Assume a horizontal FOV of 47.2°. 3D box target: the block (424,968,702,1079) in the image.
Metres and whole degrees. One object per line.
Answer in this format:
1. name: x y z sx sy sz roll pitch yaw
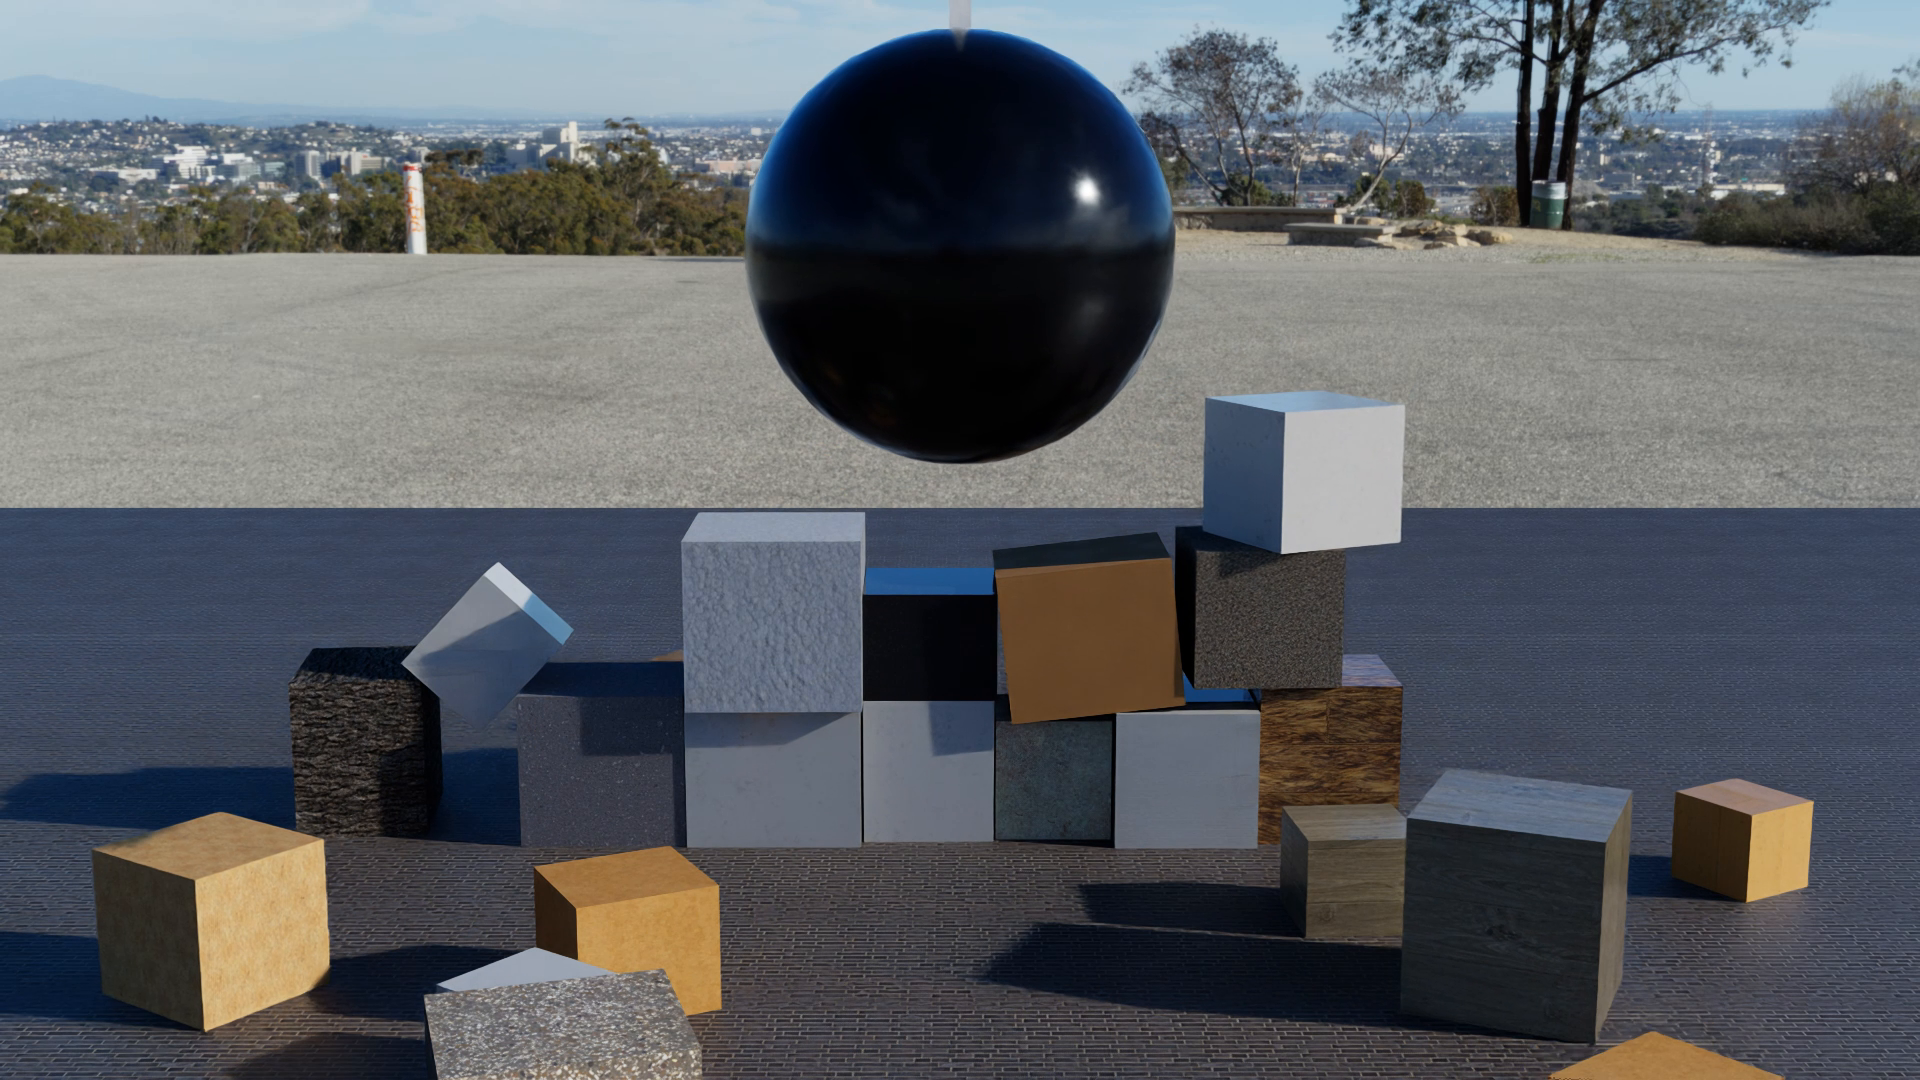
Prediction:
1. block: -1.302 1.899 7.189 0.808 0.692 0.707 -3 11 -17

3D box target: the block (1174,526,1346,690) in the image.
1. block: 1.513 0.332 11.215 0.738 0.694 0.725 -1 10 -3

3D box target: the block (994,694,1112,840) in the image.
1. block: 0.474 1.169 11.407 0.585 0.619 0.554 0 10 0

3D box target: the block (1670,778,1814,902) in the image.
1. block: 3.737 1.429 10.519 0.433 0.424 0.449 -6 12 -31

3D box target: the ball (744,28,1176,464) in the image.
1. ball: 0.000 -1.081 8.166 1.600 1.600 1.600 0 10 0

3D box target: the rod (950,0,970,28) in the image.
1. rod: 0.000 -4.329 9.172 0.080 5.200 0.080 0 -17 0

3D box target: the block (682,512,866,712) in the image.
1. block: -0.926 0.353 11.172 0.872 0.858 0.836 0 10 -1

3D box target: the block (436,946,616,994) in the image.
1. block: -1.609 1.845 8.227 0.460 0.426 0.484 8 13 37

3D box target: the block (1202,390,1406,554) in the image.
1. block: 1.730 -0.358 11.130 0.714 0.693 0.716 -5 11 -26

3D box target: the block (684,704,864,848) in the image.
1. block: -0.937 1.118 11.391 0.874 0.725 0.805 0 10 0

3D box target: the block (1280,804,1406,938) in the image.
1. block: 1.778 1.503 10.038 0.519 0.451 0.517 -1 10 -5

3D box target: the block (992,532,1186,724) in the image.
1. block: 0.647 0.438 11.255 0.868 0.747 0.762 -6 10 1

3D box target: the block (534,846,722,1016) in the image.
1. block: -1.374 1.639 9.069 0.599 0.531 0.572 -5 12 -27

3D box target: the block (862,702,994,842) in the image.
1. block: -0.164 1.113 11.391 0.655 0.735 0.627 0 10 -1

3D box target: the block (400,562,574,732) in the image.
1. block: -2.429 0.547 11.350 0.532 0.617 0.506 43 3 -7

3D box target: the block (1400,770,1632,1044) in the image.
1. block: 2.300 1.487 9.071 0.773 0.829 0.764 5 11 24

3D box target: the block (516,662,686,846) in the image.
1. block: -1.793 1.096 11.367 0.831 0.776 0.737 0 10 0

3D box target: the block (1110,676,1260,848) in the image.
1. block: 1.135 1.136 11.378 0.716 0.695 0.799 0 10 0

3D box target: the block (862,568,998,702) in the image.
1. block: -0.152 0.477 11.308 0.672 0.545 0.692 0 10 0

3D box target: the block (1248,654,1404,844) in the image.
1. block: 1.856 1.072 11.378 0.707 0.820 0.687 0 10 0

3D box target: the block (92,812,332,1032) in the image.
1. block: -3.114 1.570 9.165 0.679 0.631 0.631 7 12 34

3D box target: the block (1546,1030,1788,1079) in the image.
1. block: 2.287 1.998 6.972 0.577 0.575 0.633 -8 13 -38

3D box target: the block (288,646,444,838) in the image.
1. block: -3.098 1.046 11.530 0.650 0.818 0.785 -1 10 -7

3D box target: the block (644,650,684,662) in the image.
1. block: -1.581 0.907 13.162 0.390 0.457 0.395 -3 7 34
